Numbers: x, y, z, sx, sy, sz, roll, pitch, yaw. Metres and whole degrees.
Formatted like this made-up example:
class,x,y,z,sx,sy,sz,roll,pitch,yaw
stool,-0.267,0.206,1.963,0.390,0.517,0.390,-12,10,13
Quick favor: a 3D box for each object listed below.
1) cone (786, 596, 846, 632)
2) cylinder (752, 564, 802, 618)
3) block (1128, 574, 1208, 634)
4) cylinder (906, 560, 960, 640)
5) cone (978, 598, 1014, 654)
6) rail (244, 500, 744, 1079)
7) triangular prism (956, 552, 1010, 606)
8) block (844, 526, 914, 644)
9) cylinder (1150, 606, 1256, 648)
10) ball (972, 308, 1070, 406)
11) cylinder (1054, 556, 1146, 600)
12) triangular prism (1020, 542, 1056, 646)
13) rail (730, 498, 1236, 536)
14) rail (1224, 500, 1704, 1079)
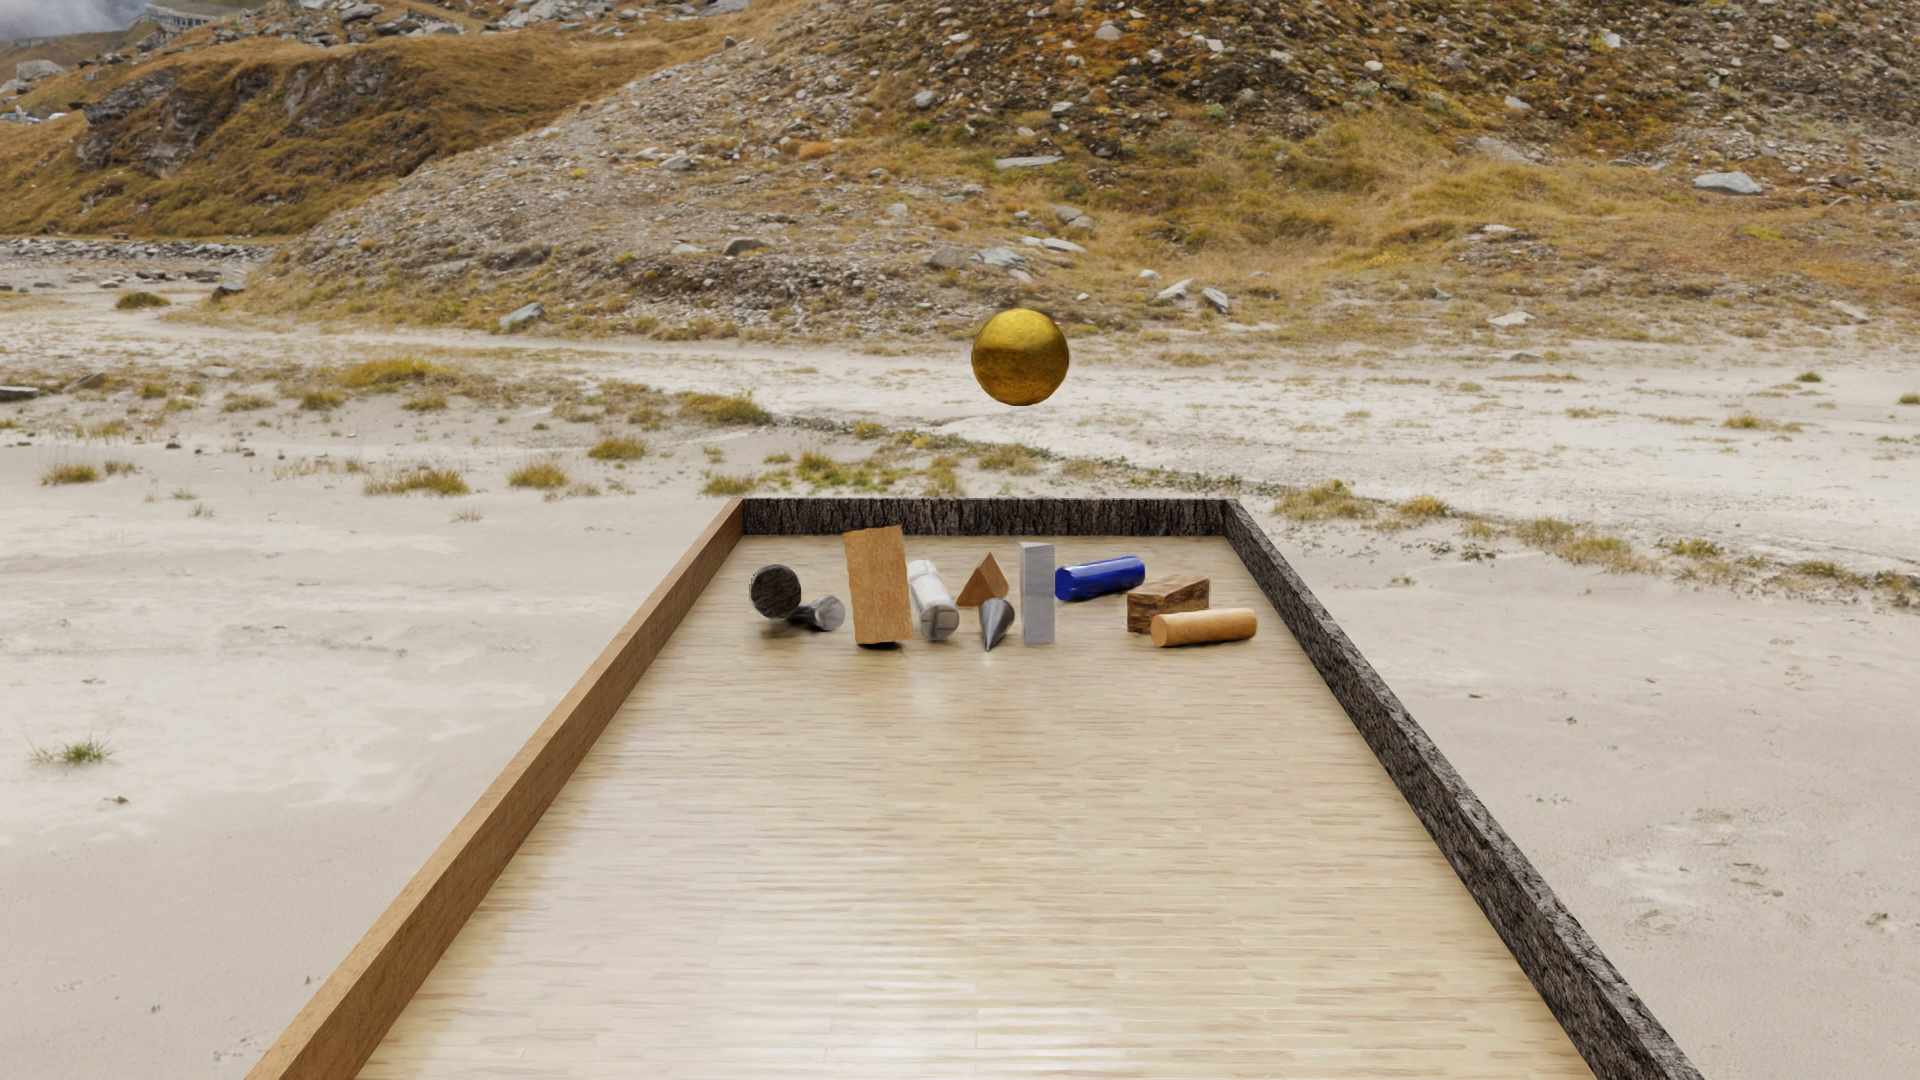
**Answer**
class,x,y,z,sx,sy,sz,roll,pitch,yaw
cone,-0.527,0.244,7.291,0.114,0.114,0.367,-6,2,-35
cylinder,-0.598,0.165,7.163,0.160,0.160,0.362,-1,2,-5
block,0.687,0.211,7.242,0.131,0.131,0.361,5,11,29
cylinder,-0.097,0.191,7.121,0.125,0.125,0.314,-2,27,-14
cone,0.100,0.296,6.951,0.120,0.120,0.328,1,19,6
rail,-1.004,0.839,3.234,0.050,0.150,12.000,0,9,1
triangular prism,0.082,0.133,7.729,0.150,0.130,0.345,2,9,7
block,-0.255,0.142,6.908,0.132,0.356,0.132,-6,-1,-35
cylinder,0.772,0.274,6.956,0.329,0.102,0.102,-4,10,-25
ball,0.228,-0.690,8.320,0.370,0.370,0.370,0,9,0
cylinder,0.492,0.134,7.793,0.114,0.114,0.380,9,13,44
triangular prism,0.222,0.166,6.960,0.118,0.312,0.102,-7,11,-33
rail,0.099,-0.098,9.147,2.100,0.150,0.050,0,9,1
rail,1.046,0.843,3.208,0.050,0.150,12.000,0,9,1
